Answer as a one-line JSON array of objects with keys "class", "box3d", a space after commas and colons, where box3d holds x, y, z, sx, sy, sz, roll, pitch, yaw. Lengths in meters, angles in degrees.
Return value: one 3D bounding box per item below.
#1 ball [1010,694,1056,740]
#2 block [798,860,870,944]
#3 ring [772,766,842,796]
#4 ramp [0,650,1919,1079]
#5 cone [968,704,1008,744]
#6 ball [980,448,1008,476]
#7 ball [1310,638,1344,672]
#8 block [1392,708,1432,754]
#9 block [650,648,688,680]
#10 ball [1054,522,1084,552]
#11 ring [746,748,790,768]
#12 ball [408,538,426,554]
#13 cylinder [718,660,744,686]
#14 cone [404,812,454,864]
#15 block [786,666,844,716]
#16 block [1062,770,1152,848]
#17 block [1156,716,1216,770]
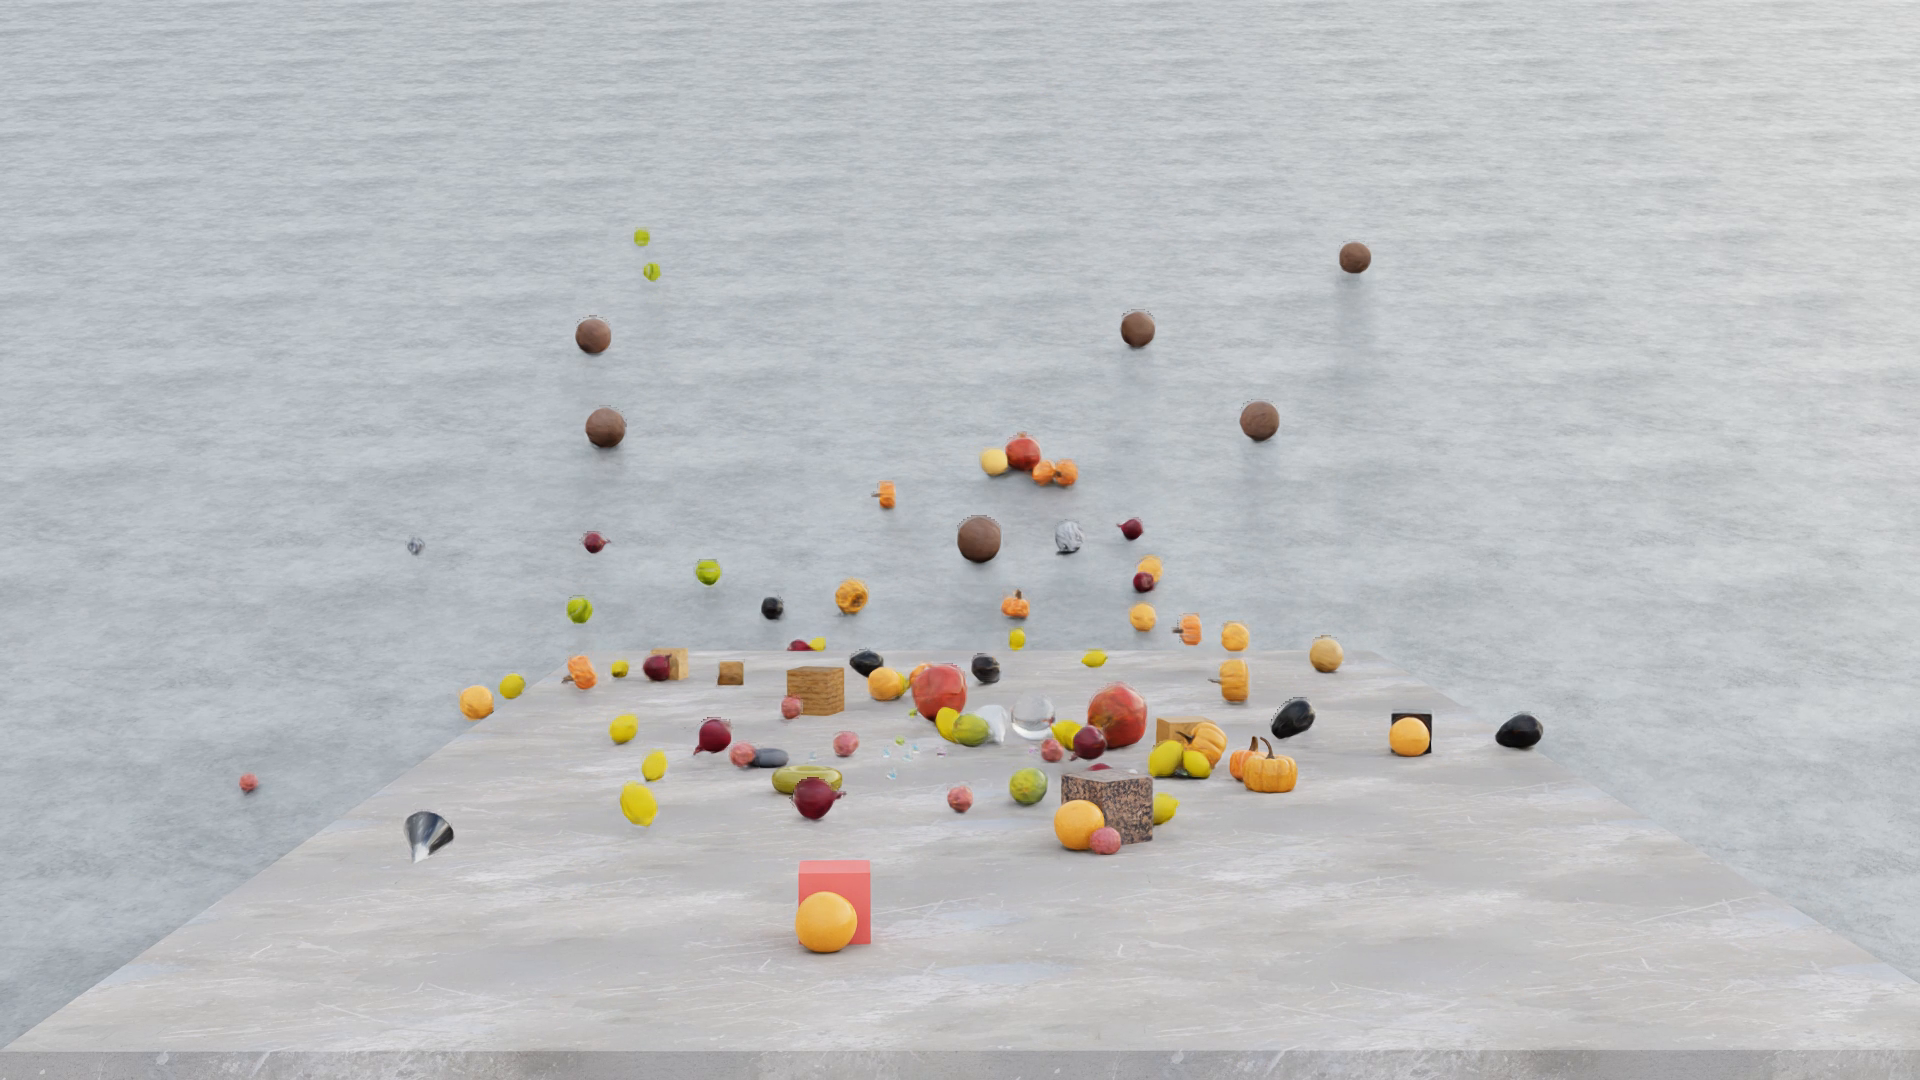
[{"class": "ball", "box3d": [0.138, 0.333, 4.824, 0.086, 0.086, 0.086, 0, 21, 0]}, {"class": "block", "box3d": [-0.149, 0.431, 3.064, 0.085, 0.085, 0.085, 0, 3, -2]}, {"class": "ring", "box3d": [-0.249, 0.392, 4.192, 0.117, 0.039, 0.117, 1, 2, 0]}, {"class": "ramp", "box3d": [0.049, 0.442, 4.532, 2.000, 0.100, 4.000, 0, 3, 0]}, {"class": "cone", "box3d": [0.065, 0.360, 4.786, 0.078, 0.078, 0.078, -7, 32, -17]}, {"class": "ball", "box3d": [0.107, -0.244, 8.040, 0.086, 0.086, 0.086, 0, 21, 0]}, {"class": "ball", "box3d": [0.856, 0.269, 6.004, 0.081, 0.081, 0.081, 0, 21, 0]}, {"class": "block", "box3d": [0.823, 0.347, 4.679, 0.072, 0.072, 0.072, 1, 3, 12]}, {"class": "block", "box3d": [-0.665, 0.283, 5.890, 0.067, 0.067, 0.067, 1, 3, 13]}, {"class": "ball", "box3d": [0.317, -0.009, 7.424, 0.088, 0.088, 0.088, 0, 21, 0]}, {"class": "ring", "box3d": [-0.337, 0.381, 4.501, 0.077, 0.026, 0.077, -1, 4, 0]}, {"class": "ball", "box3d": [-1.567, 0.017, 7.411, 0.050, 0.050, 0.050, 0, 21, 0]}, {"class": "cylinder", "box3d": [-0.508, 0.296, 5.698, 0.054, 0.054, 0.054, 3, 21, -6]}, {"class": "cone", "box3d": [-0.751, 0.429, 3.581, 0.072, 0.072, 0.072, 2, 30, 5]}, {"class": "block", "box3d": [-0.294, 0.308, 5.244, 0.090, 0.090, 0.090, 1, 3, 20]}, {"class": "block", "box3d": [0.213, 0.389, 3.733, 0.094, 0.094, 0.094, -2, 4, -37]}, {"class": "block", "box3d": [0.393, 0.353, 4.479, 0.082, 0.082, 0.082, -1, 3, -12]}]
